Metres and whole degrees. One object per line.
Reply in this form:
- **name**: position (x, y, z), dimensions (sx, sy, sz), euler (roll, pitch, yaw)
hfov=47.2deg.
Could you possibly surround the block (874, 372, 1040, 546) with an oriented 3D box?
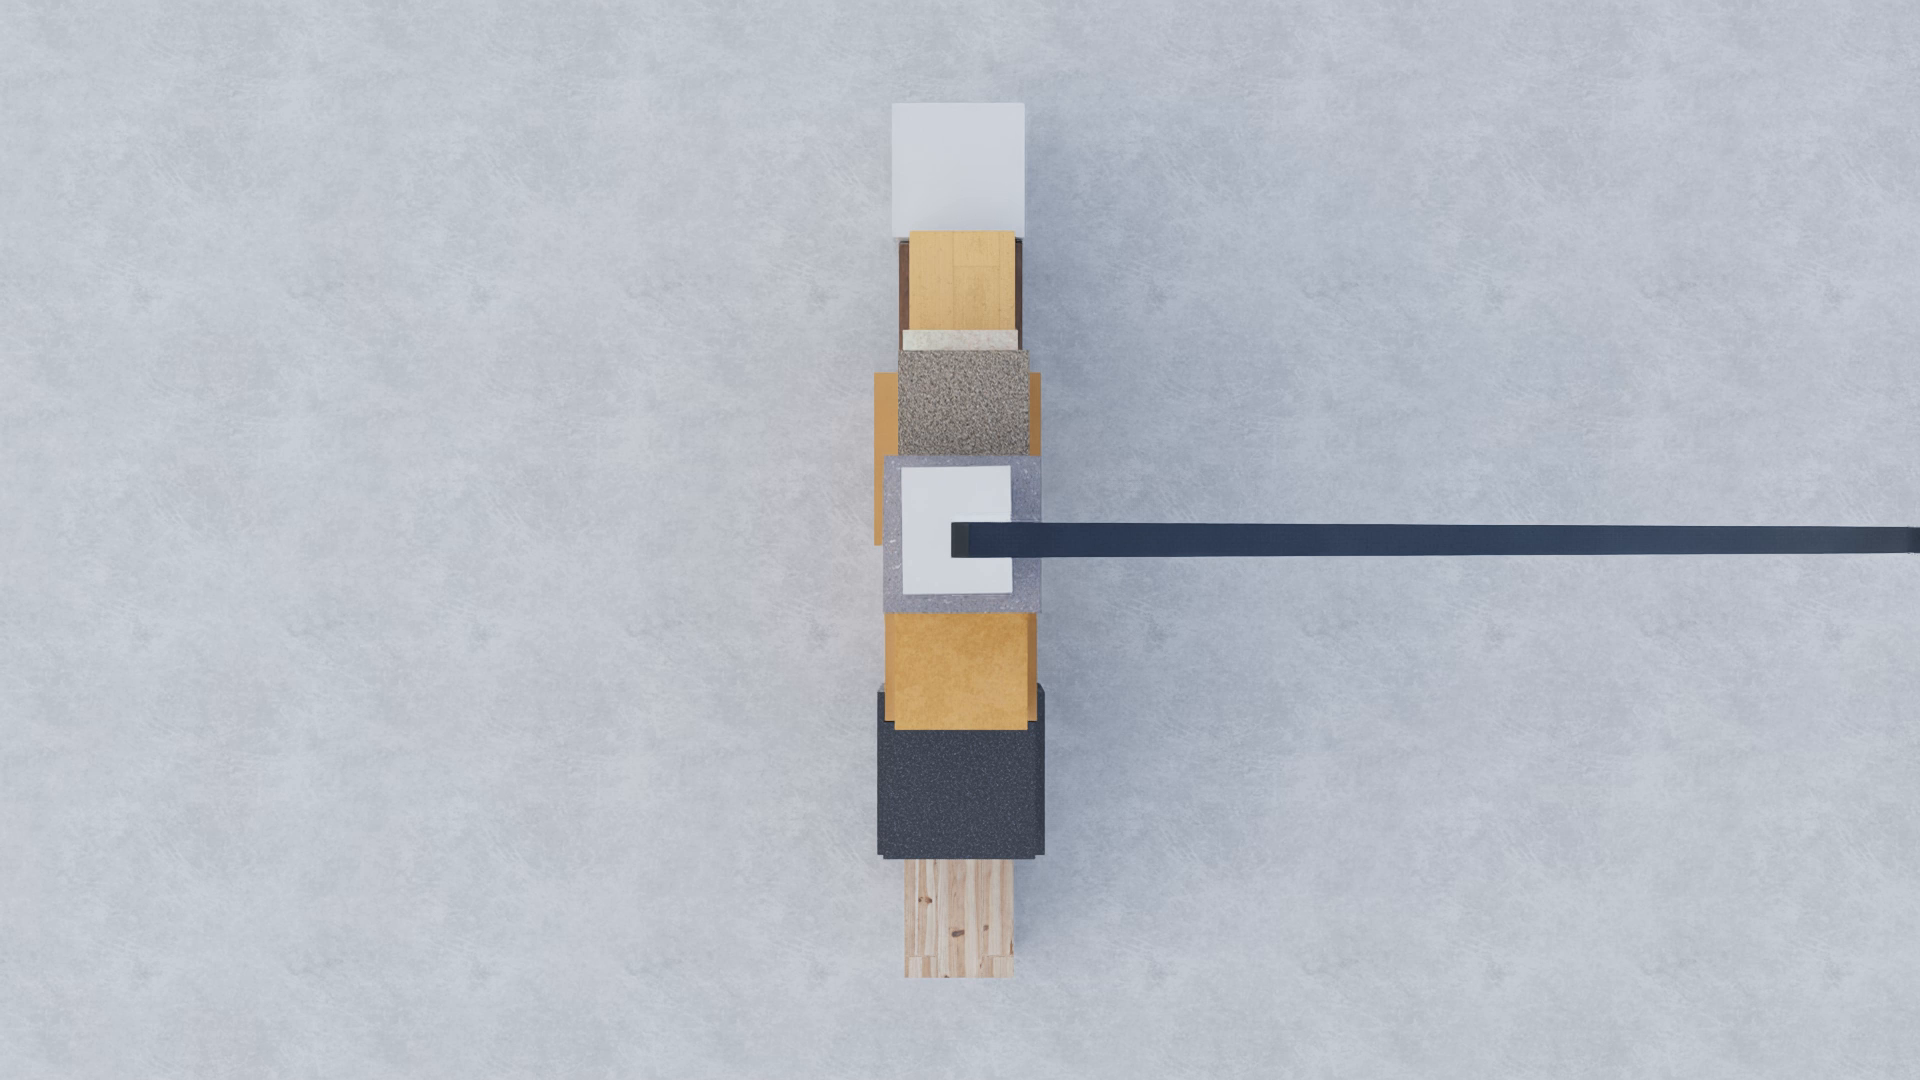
- **block**: position (-0.013, -0.449, 12.606), dimensions (0.926, 0.787, 0.962), euler (0, 90, 0)

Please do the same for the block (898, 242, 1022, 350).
- **block**: position (0.004, -1.310, 12.709), dimensions (0.698, 0.581, 0.738), euler (0, 90, 0)

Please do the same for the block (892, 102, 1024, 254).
- **block**: position (-0.009, -2.063, 12.627), dimensions (0.739, 0.745, 0.749), euler (0, 90, 0)

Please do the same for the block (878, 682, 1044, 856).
- **block**: position (0.006, 1.299, 12.613), dimensions (0.933, 0.775, 0.907), euler (0, 90, 0)

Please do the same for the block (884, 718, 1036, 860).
- **block**: position (-0.005, 1.311, 11.865), dimensions (0.795, 0.721, 0.719), euler (0, 90, 0)

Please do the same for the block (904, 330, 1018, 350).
- **block**: position (0.002, -0.777, 11.879), dimensions (0.601, 0.667, 0.650), euler (0, 90, 0)

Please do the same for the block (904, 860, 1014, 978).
- **block**: position (-0.006, 2.100, 12.623), dimensions (0.607, 0.753, 0.676), euler (0, 90, 0)

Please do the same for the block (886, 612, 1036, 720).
- **block**: position (0.005, 0.539, 11.846), dimensions (0.792, 0.755, 0.806), euler (0, 90, 0)

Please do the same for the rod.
- **rod**: position (2.234, 0.000, 6.268), dimensions (5.200, 0.080, 0.080), euler (0, 90, -31)

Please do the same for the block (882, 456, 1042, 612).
- **block**: position (0.010, -0.015, 10.459), dimensions (0.724, 0.794, 0.720), euler (0, 88, 0)

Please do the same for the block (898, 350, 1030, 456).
- **block**: position (0.018, -0.651, 11.207), dimensions (0.649, 0.676, 0.574), euler (0, 90, 0)

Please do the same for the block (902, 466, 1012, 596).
- **block**: position (-0.014, -0.036, 9.817), dimensions (0.474, 0.491, 0.551), euler (-1, 88, 0)

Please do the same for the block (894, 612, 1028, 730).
- **block**: position (0.006, 0.606, 11.158), dimensions (0.653, 0.622, 0.659), euler (0, 90, 0)

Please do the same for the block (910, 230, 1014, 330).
- **block**: position (0.012, -1.391, 12.149), dimensions (0.569, 0.540, 0.560), euler (0, 90, 0)
